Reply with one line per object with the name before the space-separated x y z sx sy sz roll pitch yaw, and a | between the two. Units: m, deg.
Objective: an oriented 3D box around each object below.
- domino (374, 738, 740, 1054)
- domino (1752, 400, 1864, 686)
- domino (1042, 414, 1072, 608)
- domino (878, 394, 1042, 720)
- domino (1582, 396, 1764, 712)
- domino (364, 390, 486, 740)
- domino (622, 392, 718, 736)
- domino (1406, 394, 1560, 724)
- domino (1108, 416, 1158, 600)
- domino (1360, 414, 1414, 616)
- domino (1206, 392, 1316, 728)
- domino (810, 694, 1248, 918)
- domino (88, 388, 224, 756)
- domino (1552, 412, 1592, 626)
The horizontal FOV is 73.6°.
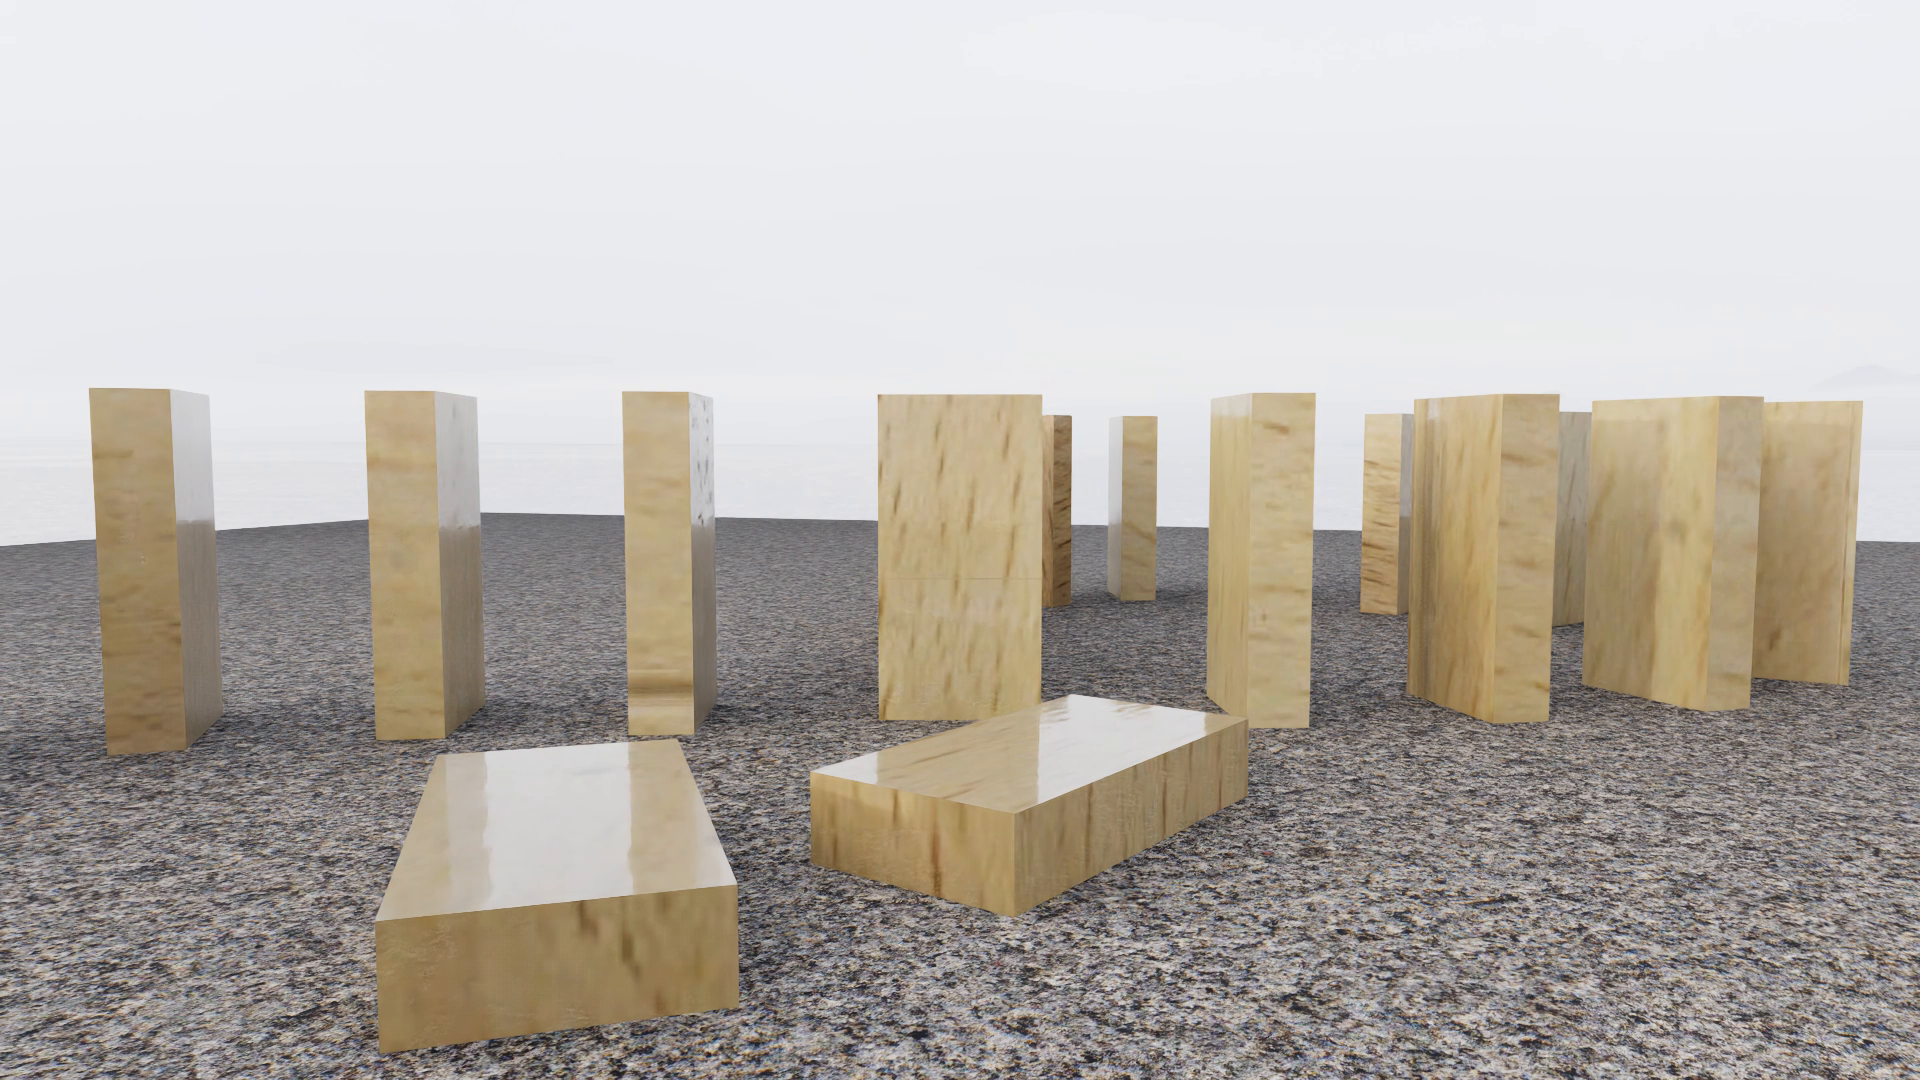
domino | -0.036 0.029 0.117 0.025 0.010 0.050 -1 4 -17
domino | 0.149 0.000 0.235 0.025 0.050 0.009 3 5 33
domino | 0.017 -0.008 0.344 0.025 0.050 0.010 3 5 35
domino | 0.000 0.002 0.201 0.025 0.050 0.009 0 4 0
domino | 0.119 0.001 0.215 0.009 0.050 0.025 -2 5 -19
domino | -0.081 0.003 0.195 0.009 0.050 0.025 -1 4 -7
domino | -0.044 0.003 0.198 0.009 0.050 0.025 0 4 -3
domino | 0.083 0.002 0.207 0.009 0.050 0.025 -1 4 -11
domino | 0.048 -0.009 0.360 0.009 0.050 0.025 0 4 -2
domino | 0.113 -0.007 0.330 0.009 0.050 0.025 4 6 41
domino | 0.047 0.002 0.203 0.010 0.050 0.025 0 4 -3
domino | 0.010 0.027 0.142 0.025 0.009 0.050 3 5 37
domino | -0.116 0.004 0.187 0.009 0.050 0.025 -2 5 -20
domino | 0.138 -0.005 0.303 0.025 0.050 0.009 -3 5 -36
